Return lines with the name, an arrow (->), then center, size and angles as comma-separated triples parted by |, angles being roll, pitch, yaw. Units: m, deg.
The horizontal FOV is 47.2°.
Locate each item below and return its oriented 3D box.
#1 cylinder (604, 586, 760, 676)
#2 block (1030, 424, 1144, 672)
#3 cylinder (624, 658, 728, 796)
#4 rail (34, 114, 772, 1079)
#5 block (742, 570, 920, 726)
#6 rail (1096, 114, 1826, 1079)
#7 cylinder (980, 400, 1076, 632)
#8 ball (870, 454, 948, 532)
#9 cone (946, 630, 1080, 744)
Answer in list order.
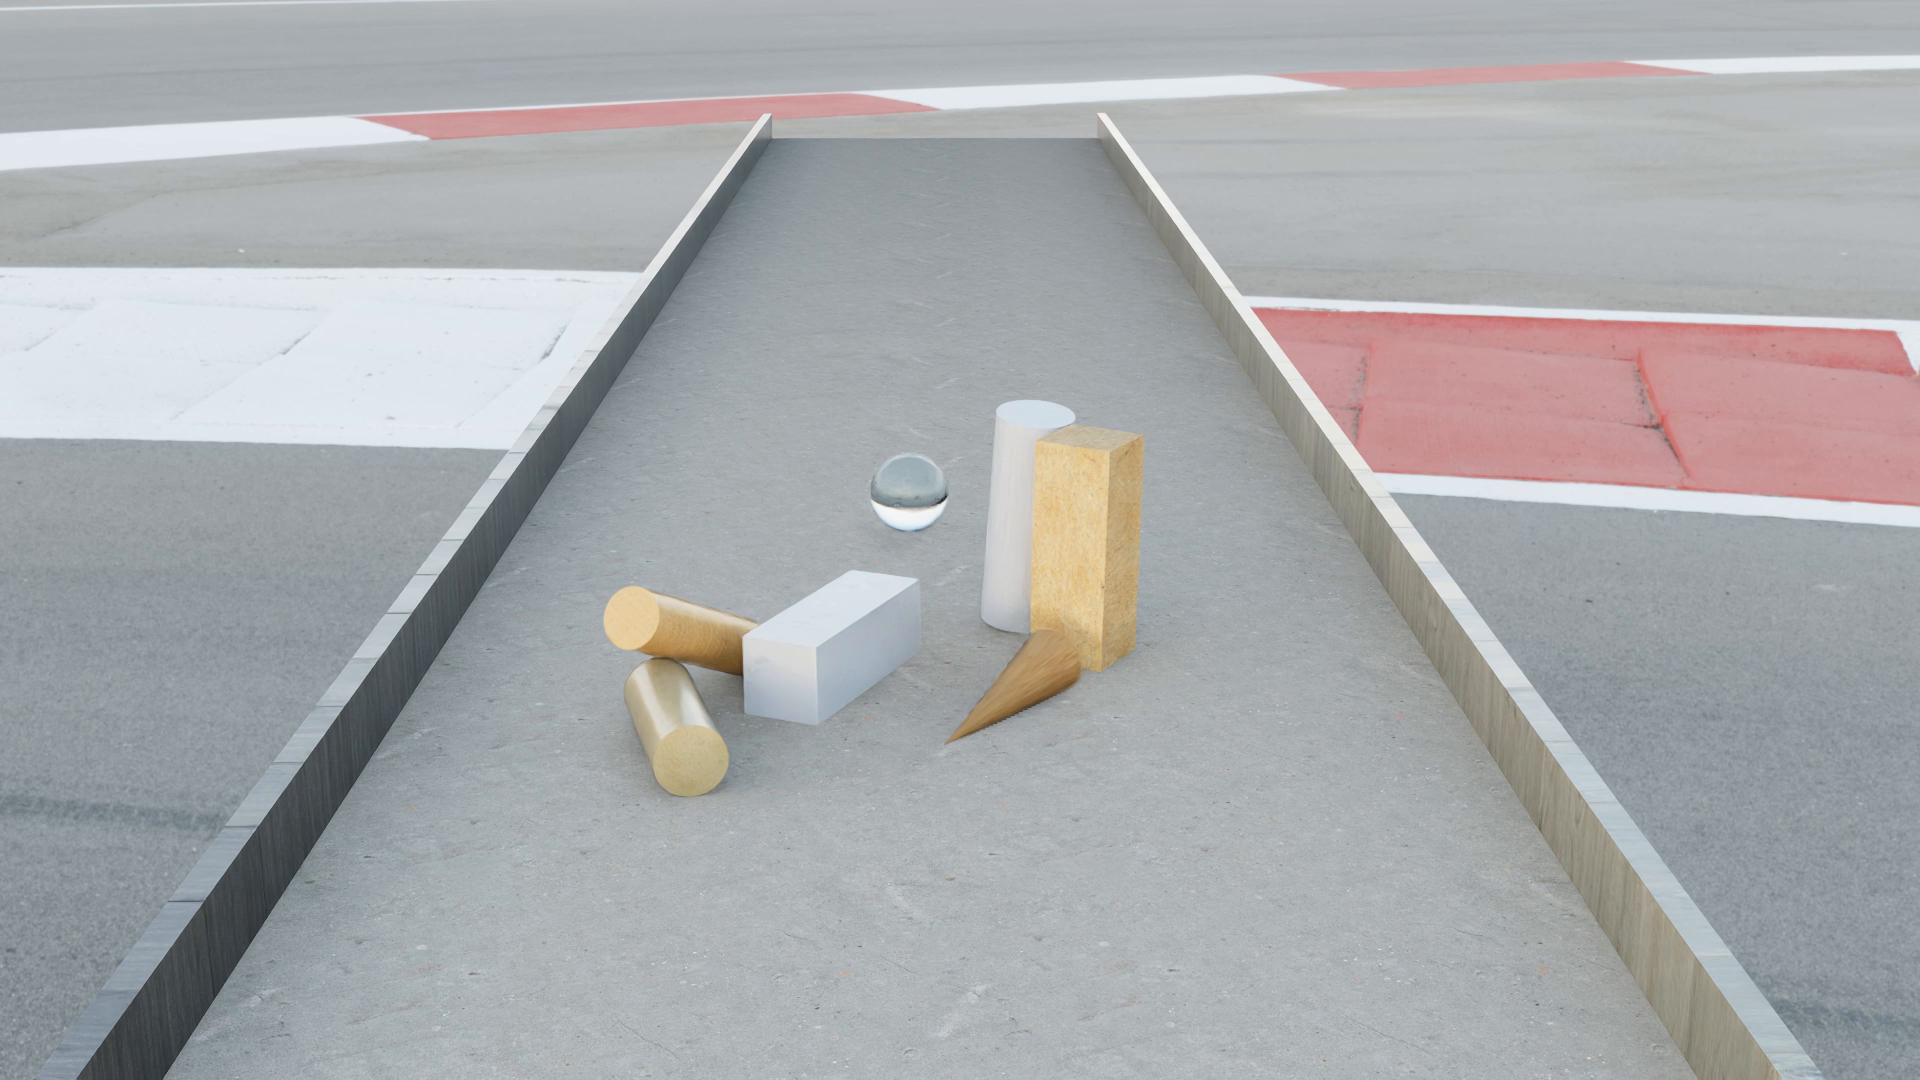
cylinder -> -0.512, 0.175, 4.150 | 0.116, 0.116, 0.409 | 8, -7, 25
block -> 0.252, 0.013, 4.386 | 0.160, 0.450, 0.160 | 10, 19, 28
cylinder -> -0.507, 0.327, 3.899 | 0.130, 0.130, 0.356 | -5, 17, -16
rail -> -1.118, -0.838, 7.780 | 0.050, 0.150, 12.000 | 0, 17, -1
block -> -0.242, 0.202, 4.275 | 0.154, 0.154, 0.452 | 7, 18, 23
rail -> 0.932, -0.844, 7.801 | 0.050, 0.150, 12.000 | 0, 17, -1
cylinder -> 0.139, -0.048, 4.553 | 0.161, 0.457, 0.161 | 3, 24, -2
ball -> -0.122, -0.114, 5.283 | 0.186, 0.186, 0.186 | 0, 17, 0
cone -> 0.075, 0.300, 4.110 | 0.124, 0.124, 0.367 | 11, 30, 34
